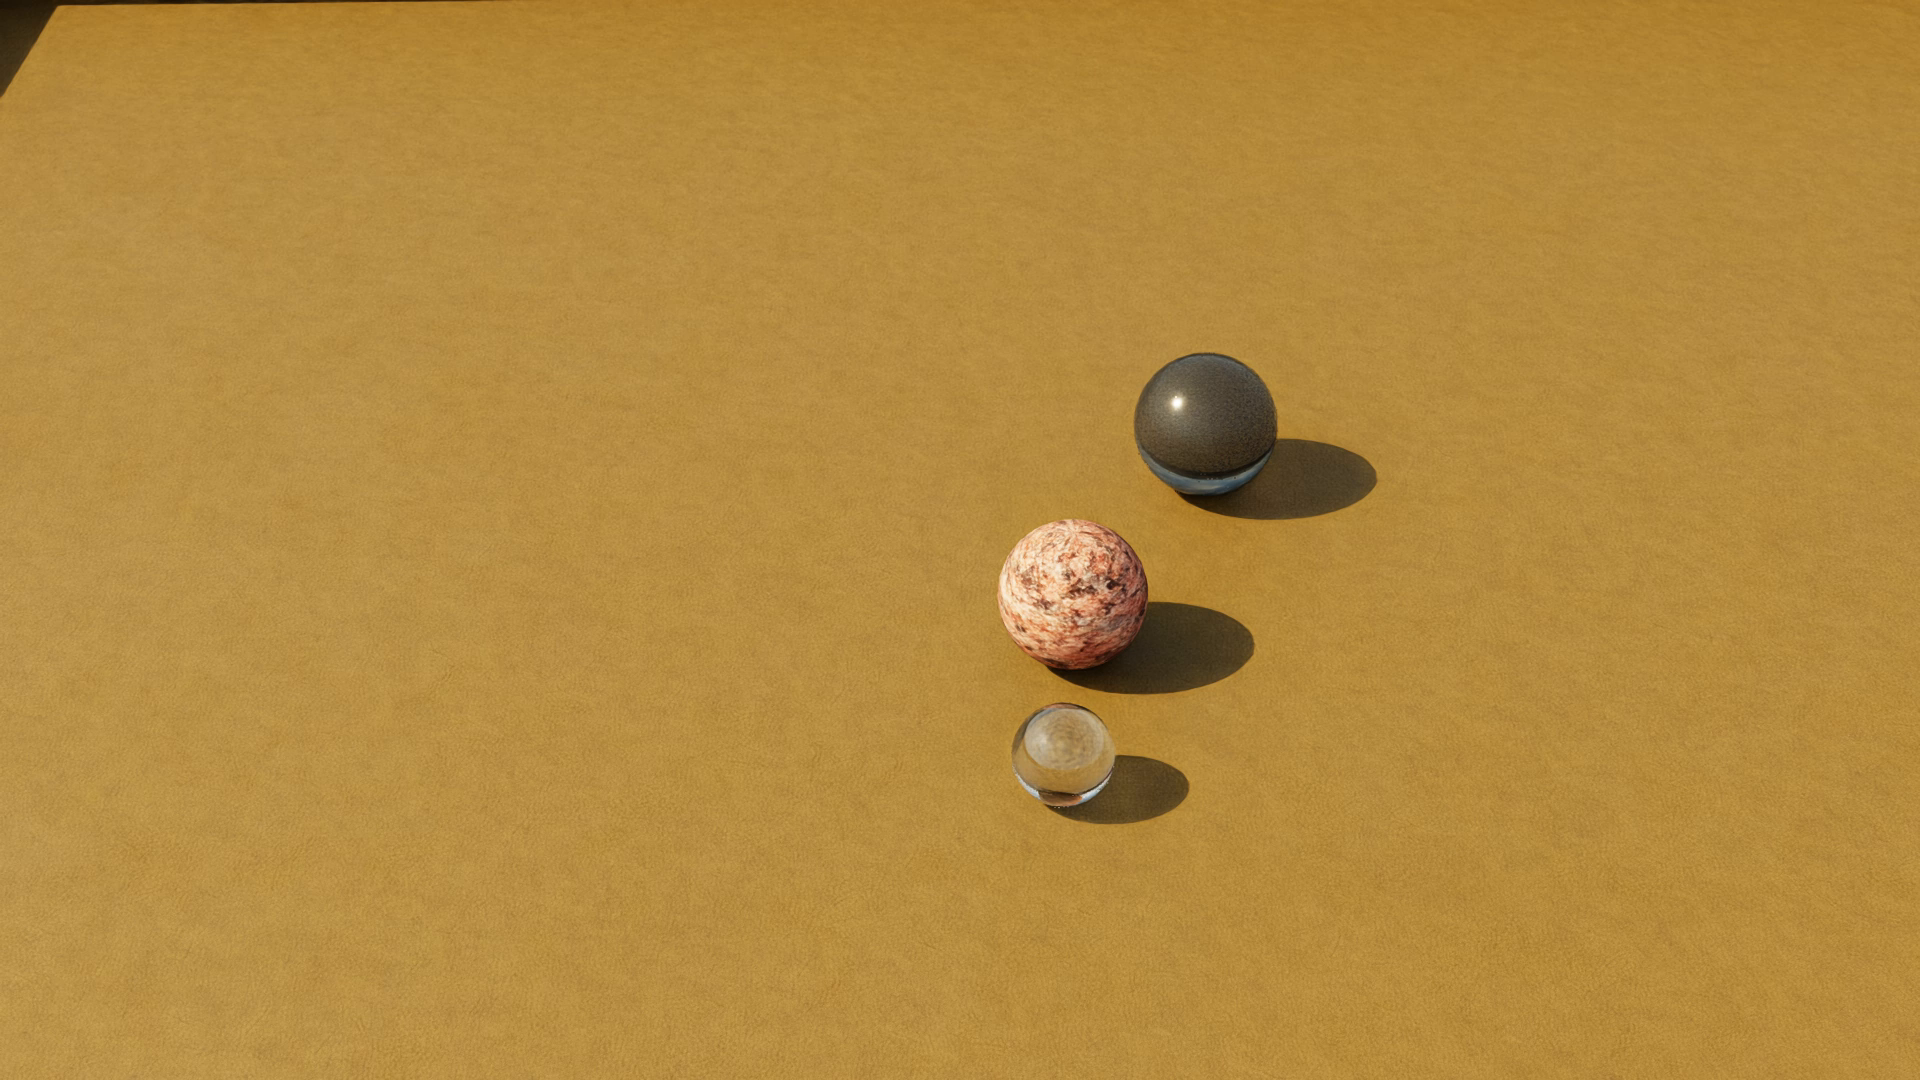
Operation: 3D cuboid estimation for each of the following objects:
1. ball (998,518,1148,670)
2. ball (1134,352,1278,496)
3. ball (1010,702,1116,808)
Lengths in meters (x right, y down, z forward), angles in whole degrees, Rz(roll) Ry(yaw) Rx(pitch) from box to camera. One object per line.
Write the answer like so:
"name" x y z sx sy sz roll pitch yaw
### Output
"ball" 0.068 0.033 1.544 0.091 0.091 0.091 0 36 0
"ball" 0.162 -0.076 1.690 0.095 0.095 0.095 0 36 0
"ball" 0.058 0.121 1.450 0.059 0.059 0.059 0 36 0
